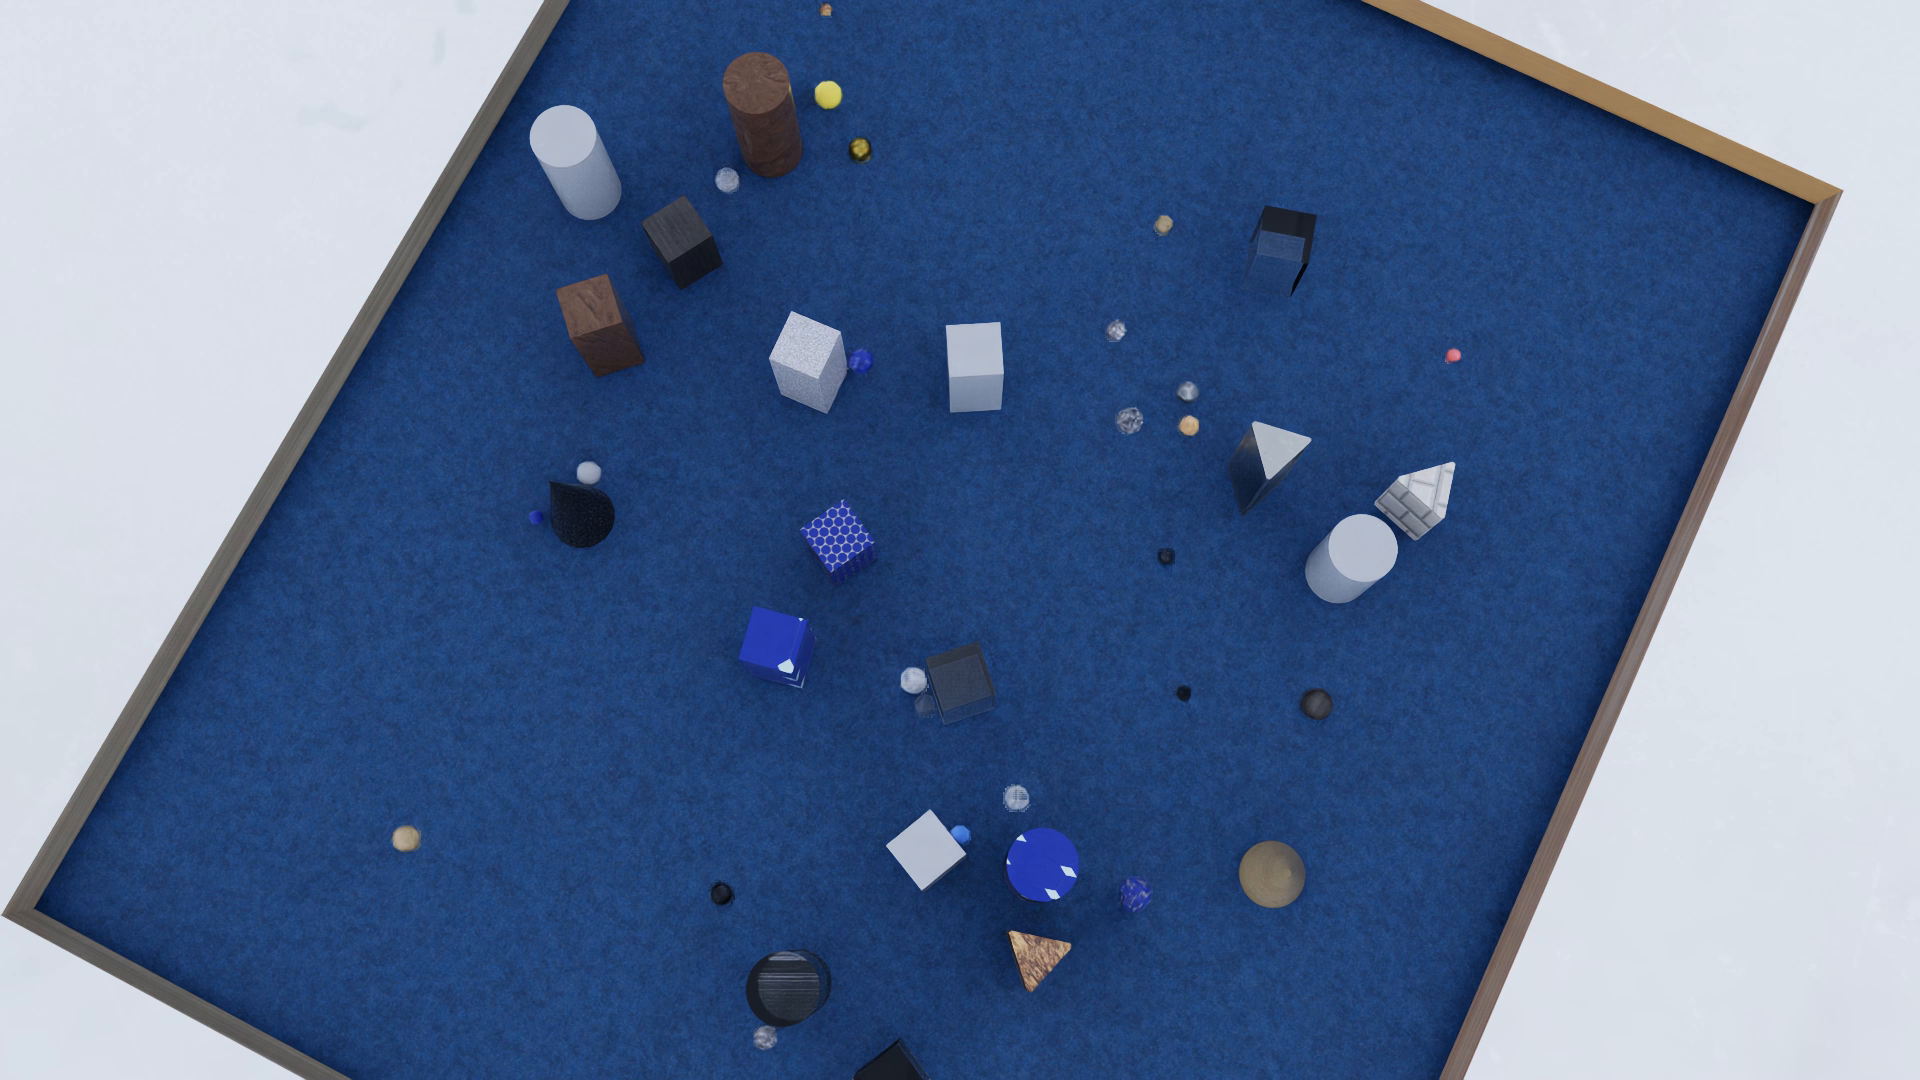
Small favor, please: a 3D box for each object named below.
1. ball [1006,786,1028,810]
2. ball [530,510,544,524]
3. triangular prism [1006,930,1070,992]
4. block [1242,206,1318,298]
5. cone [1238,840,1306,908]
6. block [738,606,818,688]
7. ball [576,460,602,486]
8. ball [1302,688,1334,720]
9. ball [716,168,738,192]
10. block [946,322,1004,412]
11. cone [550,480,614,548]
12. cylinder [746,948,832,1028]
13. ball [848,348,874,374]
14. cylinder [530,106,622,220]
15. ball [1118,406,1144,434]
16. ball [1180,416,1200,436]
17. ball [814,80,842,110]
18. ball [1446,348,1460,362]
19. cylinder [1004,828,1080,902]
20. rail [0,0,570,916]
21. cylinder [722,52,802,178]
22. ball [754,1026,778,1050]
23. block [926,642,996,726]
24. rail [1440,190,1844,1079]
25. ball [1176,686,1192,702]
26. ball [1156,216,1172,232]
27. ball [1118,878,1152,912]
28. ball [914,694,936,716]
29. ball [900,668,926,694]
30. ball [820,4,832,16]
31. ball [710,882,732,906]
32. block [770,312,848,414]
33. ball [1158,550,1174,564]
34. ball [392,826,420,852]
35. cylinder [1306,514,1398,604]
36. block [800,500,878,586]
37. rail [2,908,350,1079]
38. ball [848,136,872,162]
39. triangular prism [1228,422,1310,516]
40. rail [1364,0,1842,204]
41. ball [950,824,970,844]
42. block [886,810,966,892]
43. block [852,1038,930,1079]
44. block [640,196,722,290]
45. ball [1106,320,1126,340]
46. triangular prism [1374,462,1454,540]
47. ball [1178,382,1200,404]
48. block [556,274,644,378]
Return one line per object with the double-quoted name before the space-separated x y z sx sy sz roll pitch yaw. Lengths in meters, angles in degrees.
"ball" 0.169 0.763 5.423 0.070 0.070 0.070 0 78 0
"ball" -1.295 -0.069 5.609 0.044 0.044 0.044 0 78 0
"triangular prism" 0.192 1.158 5.189 0.148 0.368 0.171 42 81 8
"block" 0.979 -0.885 5.642 0.158 0.309 0.158 11 79 2
"cone" 0.922 0.955 5.259 0.198 0.314 0.198 0 78 0
"block" -0.530 0.318 5.368 0.158 0.357 0.158 15 79 3
"ball" -1.138 -0.205 5.615 0.075 0.075 0.075 0 78 0
"ball" 1.066 0.491 5.467 0.095 0.095 0.095 0 78 0
"ball" -0.739 -1.144 5.816 0.073 0.073 0.073 0 78 0
"block" 0.043 -0.517 5.529 0.158 0.380 0.158 -4 78 -1
"cone" -1.159 -0.120 5.401 0.198 0.471 0.198 0 78 0
"cylinder" -0.473 1.246 5.120 0.198 0.467 0.198 0 78 0
"ball" -0.305 -0.551 5.652 0.079 0.079 0.079 0 78 0
"cylinder" -1.178 -1.156 5.643 0.198 0.418 0.198 0 78 0
"ball" 0.526 -0.370 5.652 0.081 0.081 0.081 0 78 0
"ball" 0.709 -0.352 5.658 0.062 0.062 0.062 0 78 0
"ball" -0.422 -1.424 5.866 0.089 0.089 0.089 0 78 0
"ball" 1.538 -0.575 5.713 0.044 0.044 0.044 0 78 0
"cylinder" 0.226 0.927 5.198 0.198 0.443 0.198 0 78 0
"rail" -1.741 -0.845 5.725 0.045 0.128 4.446 26 80 5
"cylinder" -0.602 -1.302 5.644 0.198 0.475 0.198 0 78 0
"ball" -0.560 1.435 5.285 0.068 0.068 0.068 0 78 0
"block" 0.002 0.421 5.338 0.158 0.375 0.158 -18 79 -4
"rail" 1.741 0.859 5.372 0.045 0.128 4.446 26 80 5
"ball" 0.671 0.459 5.497 0.048 0.048 0.048 0 78 0
"ball" 0.646 -0.999 5.795 0.055 0.055 0.055 0 78 0
"ball" 0.510 1.036 5.352 0.099 0.099 0.099 0 78 0
"ball" -0.104 0.494 5.482 0.064 0.064 0.064 0 78 0
"ball" -0.139 0.421 5.489 0.080 0.080 0.080 0 78 0
"ball" -0.436 -1.722 5.952 0.042 0.042 0.042 0 78 0
"ball" -0.700 1.037 5.368 0.066 0.066 0.066 0 78 0
"block" -0.453 -0.531 5.535 0.158 0.376 0.158 23 79 5
"ball" 0.627 0.051 5.582 0.047 0.047 0.047 0 78 0
"ball" -1.631 0.880 5.394 0.079 0.079 0.079 0 78 0
"cylinder" 1.153 0.059 5.418 0.198 0.364 0.198 0 78 0
"block" -0.360 0.012 5.491 0.158 0.242 0.158 -35 80 -7
"rail" -0.984 1.933 5.150 3.939 0.128 0.045 26 80 5
"ball" -0.318 -1.245 5.835 0.076 0.076 0.076 0 78 0
"triangular prism" 0.880 -0.232 5.417 0.171 0.485 0.148 -42 81 -8
"rail" 0.984 -1.920 5.947 3.939 0.128 0.045 26 80 5
"ball" -0.001 0.868 5.403 0.057 0.057 0.057 0 78 0
"block" -0.094 0.894 5.249 0.158 0.357 0.158 -39 81 -7
"block" -0.187 1.521 5.150 0.158 0.297 0.158 -36 81 -7
"block" -0.860 -0.919 5.680 0.158 0.249 0.158 -34 80 -7
"ball" 0.488 -0.655 5.722 0.060 0.060 0.060 0 78 0
"triangular prism" 1.388 -0.141 5.482 0.171 0.320 0.148 43 82 8
"ball" 0.707 -0.456 5.676 0.069 0.069 0.069 0 78 0
"block" -1.085 -0.645 5.549 0.158 0.394 0.158 -18 79 -4
